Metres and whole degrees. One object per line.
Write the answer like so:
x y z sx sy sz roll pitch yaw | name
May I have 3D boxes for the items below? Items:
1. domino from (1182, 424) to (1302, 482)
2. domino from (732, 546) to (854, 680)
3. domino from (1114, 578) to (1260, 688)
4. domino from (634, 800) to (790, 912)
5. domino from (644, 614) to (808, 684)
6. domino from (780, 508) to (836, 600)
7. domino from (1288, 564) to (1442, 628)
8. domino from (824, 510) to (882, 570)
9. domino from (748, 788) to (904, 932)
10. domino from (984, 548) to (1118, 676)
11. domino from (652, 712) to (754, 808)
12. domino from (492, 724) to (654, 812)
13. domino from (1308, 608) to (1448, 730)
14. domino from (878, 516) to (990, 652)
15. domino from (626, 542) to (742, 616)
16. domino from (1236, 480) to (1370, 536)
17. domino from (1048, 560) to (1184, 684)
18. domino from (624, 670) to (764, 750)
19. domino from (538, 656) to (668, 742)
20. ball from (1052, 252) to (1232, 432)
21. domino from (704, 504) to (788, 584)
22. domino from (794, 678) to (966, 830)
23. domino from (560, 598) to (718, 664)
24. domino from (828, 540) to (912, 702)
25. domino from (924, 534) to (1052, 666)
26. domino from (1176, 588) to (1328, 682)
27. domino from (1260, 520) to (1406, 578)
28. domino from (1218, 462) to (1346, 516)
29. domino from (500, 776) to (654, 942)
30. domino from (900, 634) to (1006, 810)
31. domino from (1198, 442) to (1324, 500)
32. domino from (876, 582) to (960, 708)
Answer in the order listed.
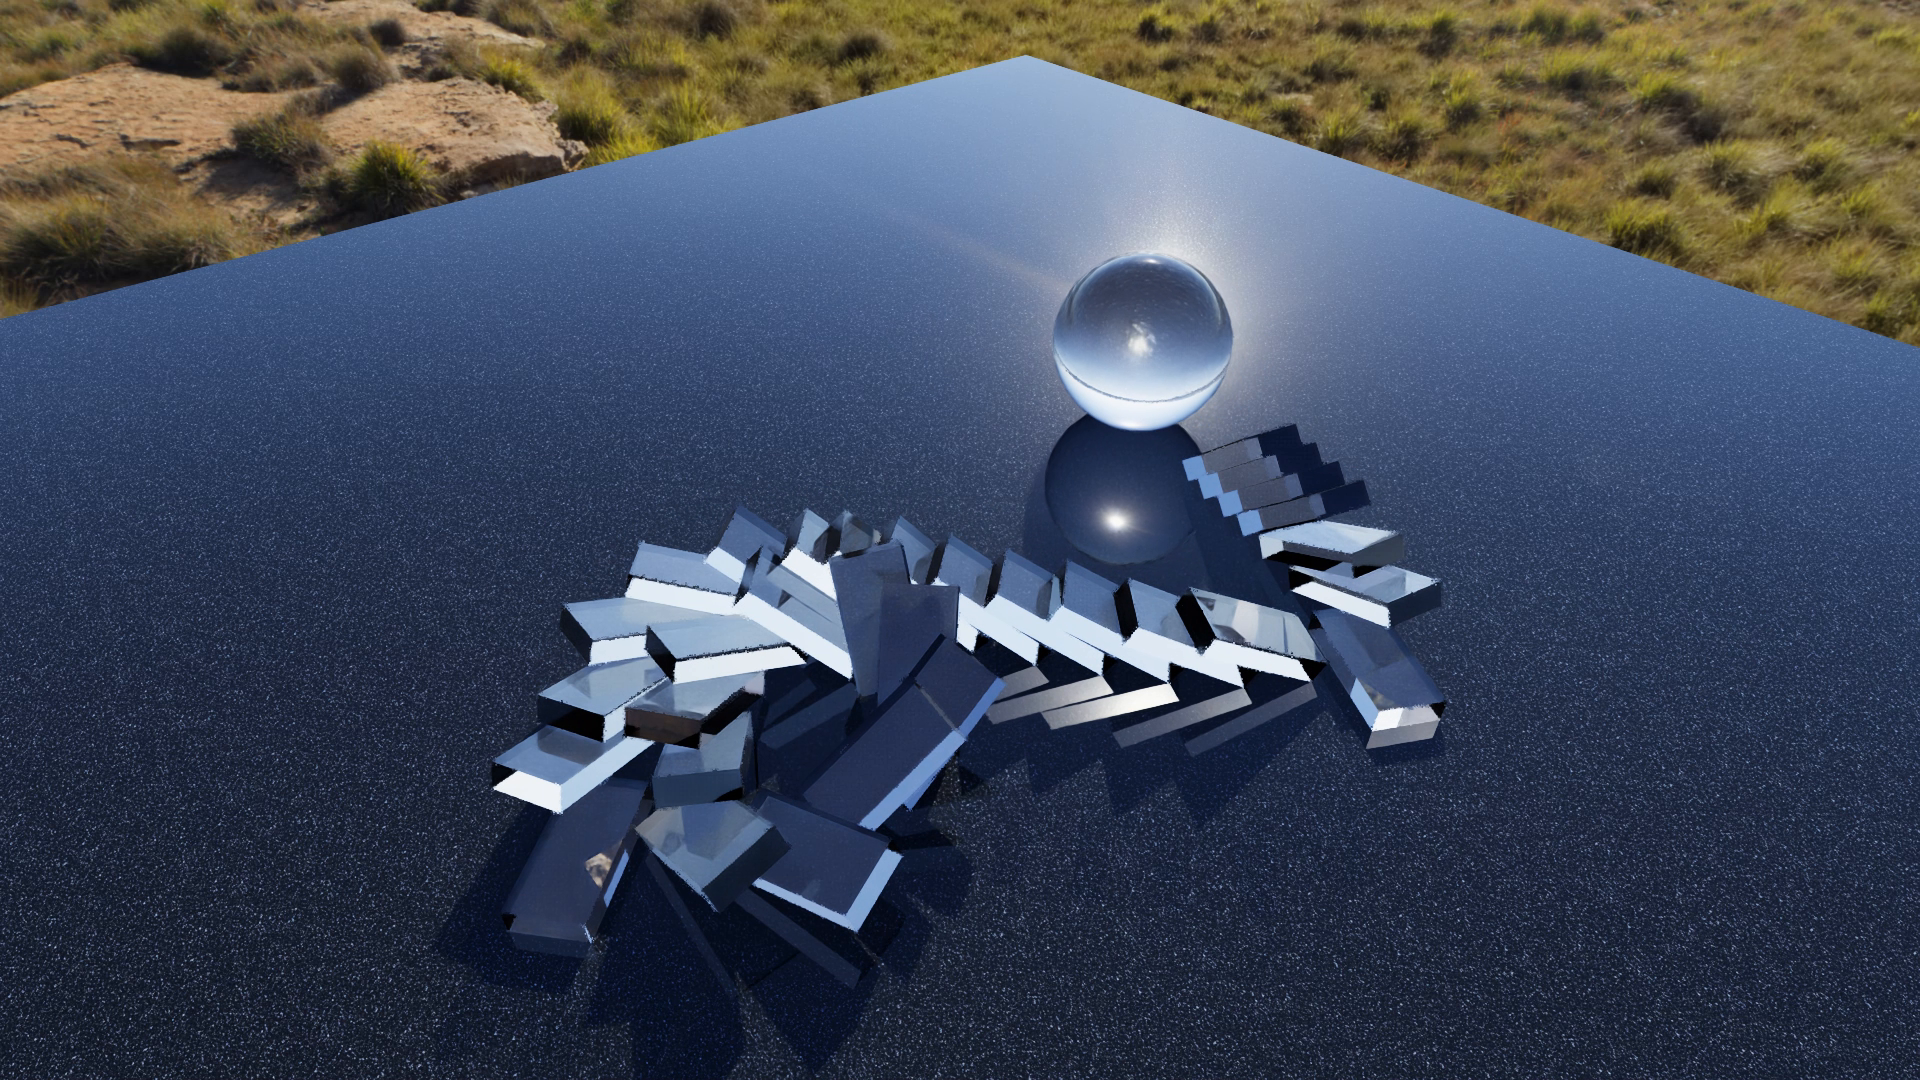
0.118 -0.036 0.463 0.025 0.009 0.050 -16 -1 -19 | domino
-0.054 0.026 0.388 0.050 0.009 0.025 35 32 -22 | domino
0.079 0.033 0.387 0.050 0.010 0.025 20 36 -18 | domino
-0.073 0.087 0.319 0.025 0.009 0.050 -39 28 -26 | domino
-0.081 0.036 0.384 0.050 0.010 0.025 -5 26 -37 | domino
-0.041 0.012 0.403 0.050 0.010 0.025 36 28 -20 | domino
0.149 0.017 0.408 0.025 0.010 0.050 -18 20 -21 | domino
-0.026 0.012 0.403 0.050 0.010 0.025 35 29 -22 | domino
-0.044 0.092 0.319 0.050 0.009 0.025 11 52 32 | domino
0.034 0.026 0.393 0.050 0.010 0.025 29 39 -12 | domino
-0.079 0.068 0.343 0.025 0.010 0.050 -5 11 -6 | domino
-0.120 0.066 0.349 0.025 0.009 0.050 14 21 17 | domino
0.147 0.044 0.390 0.025 0.010 0.050 -7 40 -9 | domino
-0.009 0.016 0.400 0.050 0.010 0.025 39 36 -17 | domino
-0.096 0.016 0.410 0.050 0.010 0.025 12 25 -11 | domino
0.134 -0.012 0.433 0.025 0.009 0.050 -16 -1 -19 | domino
0.056 0.029 0.391 0.050 0.009 0.025 27 39 -11 | domino
-0.086 0.053 0.361 0.025 0.010 0.050 8 13 11 | domino
-0.114 0.050 0.369 0.025 0.009 0.050 14 20 16 | domino
0.082 -0.089 0.497 0.080 0.080 0.080 0 39 0 | ball
-0.067 0.011 0.407 0.050 0.009 0.025 36 37 -18 | domino
-0.025 0.069 0.338 0.050 0.010 0.025 -45 53 -1 | domino
-0.112 0.030 0.391 0.050 0.009 0.025 -5 30 -43 | domino
-0.027 0.028 0.378 0.025 0.050 0.009 -14 12 -13 | domino
0.012 0.021 0.396 0.050 0.009 0.025 33 38 -15 | domino
0.102 0.033 0.386 0.050 0.009 0.025 14 34 -25 | domino
0.142 0.002 0.423 0.025 0.009 0.050 -18 15 -21 | domino
0.128 -0.020 0.443 0.025 0.009 0.050 -16 -1 -18 | domino
-0.113 0.094 0.329 0.025 0.010 0.050 5 40 6 | domino
-0.011 0.058 0.351 0.025 0.010 0.050 35 84 28 | domino
0.123 -0.028 0.453 0.025 0.010 0.050 -16 -1 -19 | domino
-0.014 0.040 0.366 0.025 0.050 0.009 3 -3 -5 | domino
